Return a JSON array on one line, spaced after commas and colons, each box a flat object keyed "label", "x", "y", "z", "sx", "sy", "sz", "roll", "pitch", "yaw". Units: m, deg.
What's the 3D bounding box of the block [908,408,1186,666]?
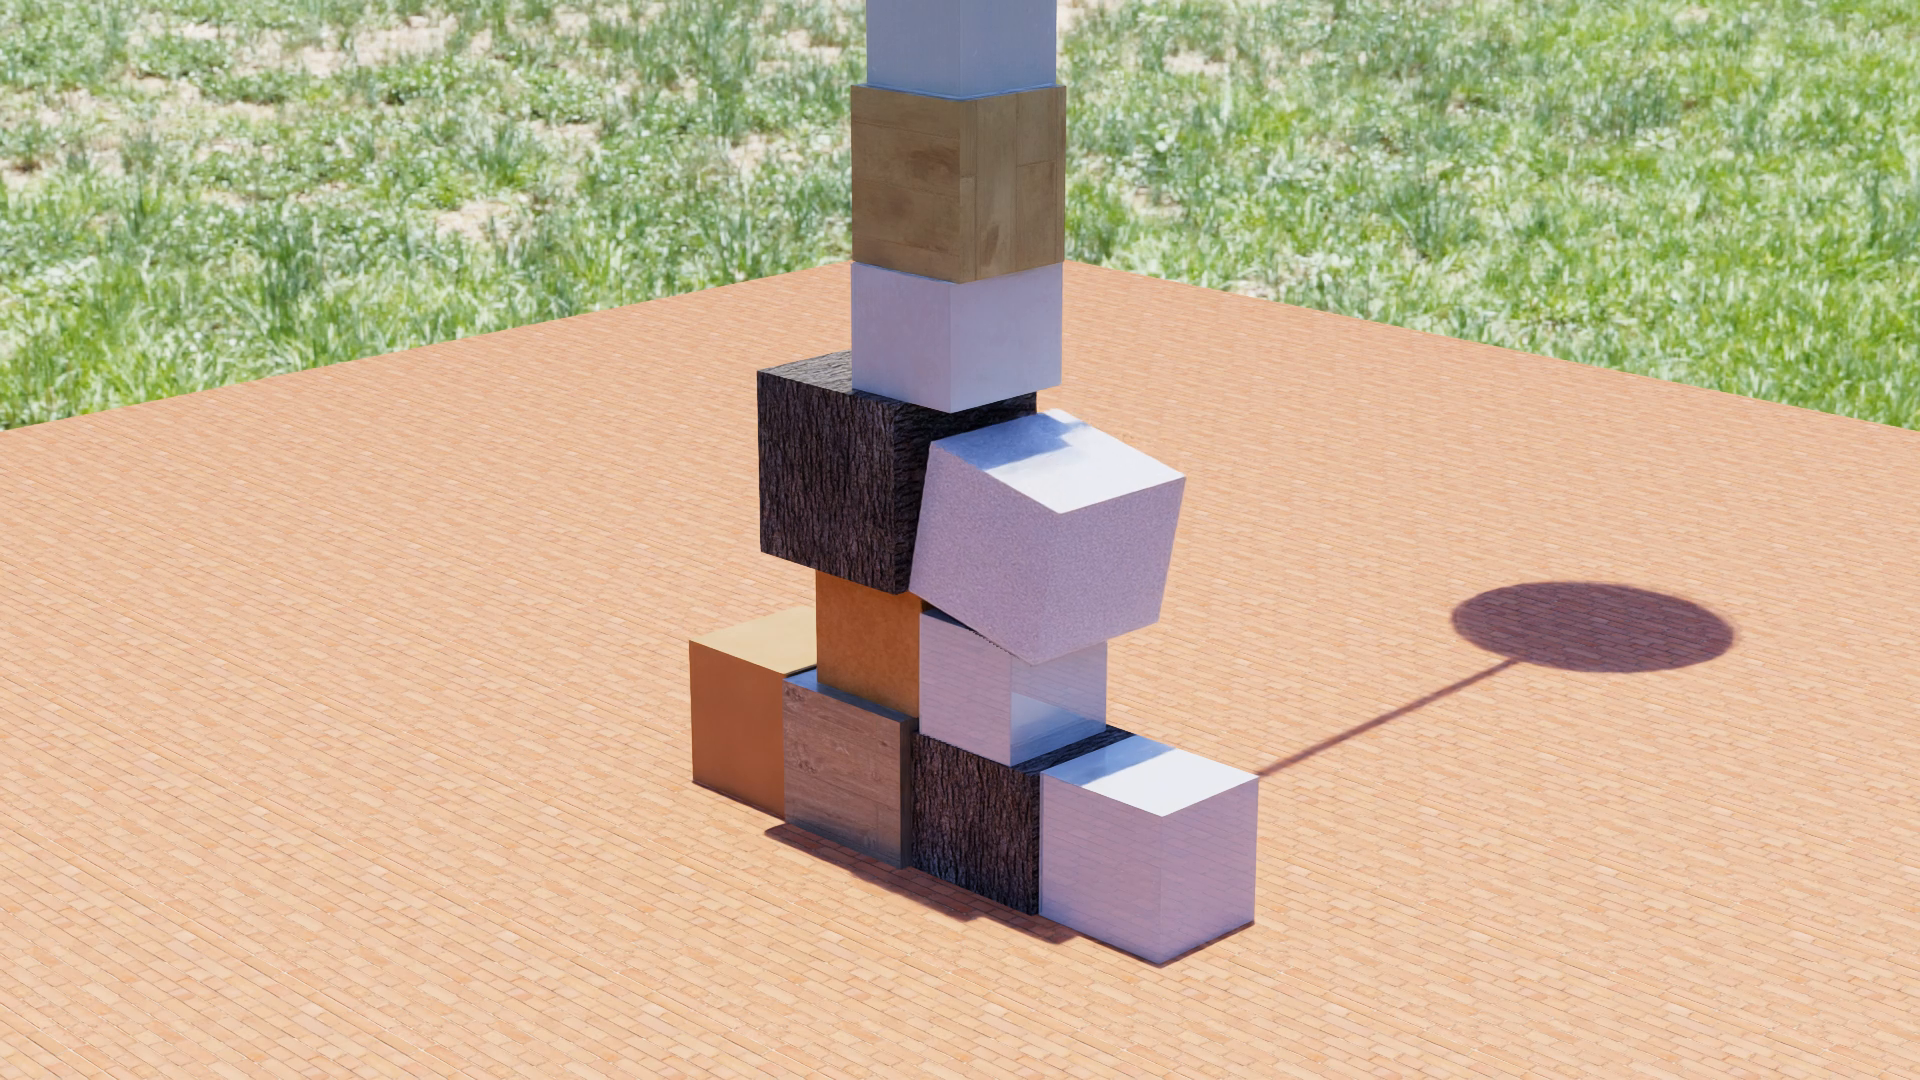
[{"label": "block", "x": 0.380, "y": -0.030, "z": 12.961, "sx": 0.807, "sy": 0.729, "sz": 0.793, "roll": -17, "pitch": 36, "yaw": -42}]

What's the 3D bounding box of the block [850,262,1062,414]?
[{"label": "block", "x": -0.014, "y": -0.958, "z": 13.026, "sx": 0.701, "sy": 0.568, "sz": 0.625, "roll": -17, "pitch": 24, "yaw": -42}]

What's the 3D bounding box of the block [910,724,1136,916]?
[{"label": "block", "x": 0.295, "y": 1.197, "z": 13.420, "sx": 0.703, "sy": 0.668, "sz": 0.767, "roll": -17, "pitch": 24, "yaw": -42}]

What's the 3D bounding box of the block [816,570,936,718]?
[{"label": "block", "x": -0.200, "y": 0.375, "z": 13.682, "sx": 0.632, "sy": 0.631, "sz": 0.707, "roll": -17, "pitch": 24, "yaw": -42}]

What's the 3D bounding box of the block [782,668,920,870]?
[{"label": "block", "x": -0.276, "y": 1.005, "z": 13.938, "sx": 0.793, "sy": 0.725, "sz": 0.800, "roll": -17, "pitch": 24, "yaw": -42}]

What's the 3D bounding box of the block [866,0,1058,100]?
[{"label": "block", "x": 0.007, "y": -2.256, "z": 12.640, "sx": 0.589, "sy": 0.588, "sz": 0.574, "roll": -17, "pitch": 24, "yaw": -42}]

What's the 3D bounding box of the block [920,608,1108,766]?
[{"label": "block", "x": 0.242, "y": 0.597, "z": 13.249, "sx": 0.627, "sy": 0.575, "sz": 0.574, "roll": -17, "pitch": 24, "yaw": -42}]

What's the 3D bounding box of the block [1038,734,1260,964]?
[{"label": "block", "x": 0.827, "y": 1.349, "z": 12.914, "sx": 0.638, "sy": 0.683, "sz": 0.711, "roll": -17, "pitch": 24, "yaw": -42}]

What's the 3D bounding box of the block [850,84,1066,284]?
[{"label": "block", "x": -0.007, "y": -1.601, "z": 12.831, "sx": 0.654, "sy": 0.776, "sz": 0.671, "roll": -17, "pitch": 24, "yaw": -42}]

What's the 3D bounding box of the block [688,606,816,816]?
[{"label": "block", "x": -0.810, "y": 0.834, "z": 14.466, "sx": 0.743, "sy": 0.734, "sz": 0.721, "roll": -17, "pitch": 24, "yaw": -42}]

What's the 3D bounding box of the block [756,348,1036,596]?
[{"label": "block", "x": -0.289, "y": -0.361, "z": 13.521, "sx": 0.908, "sy": 0.869, "sz": 0.904, "roll": -17, "pitch": 24, "yaw": -42}]
